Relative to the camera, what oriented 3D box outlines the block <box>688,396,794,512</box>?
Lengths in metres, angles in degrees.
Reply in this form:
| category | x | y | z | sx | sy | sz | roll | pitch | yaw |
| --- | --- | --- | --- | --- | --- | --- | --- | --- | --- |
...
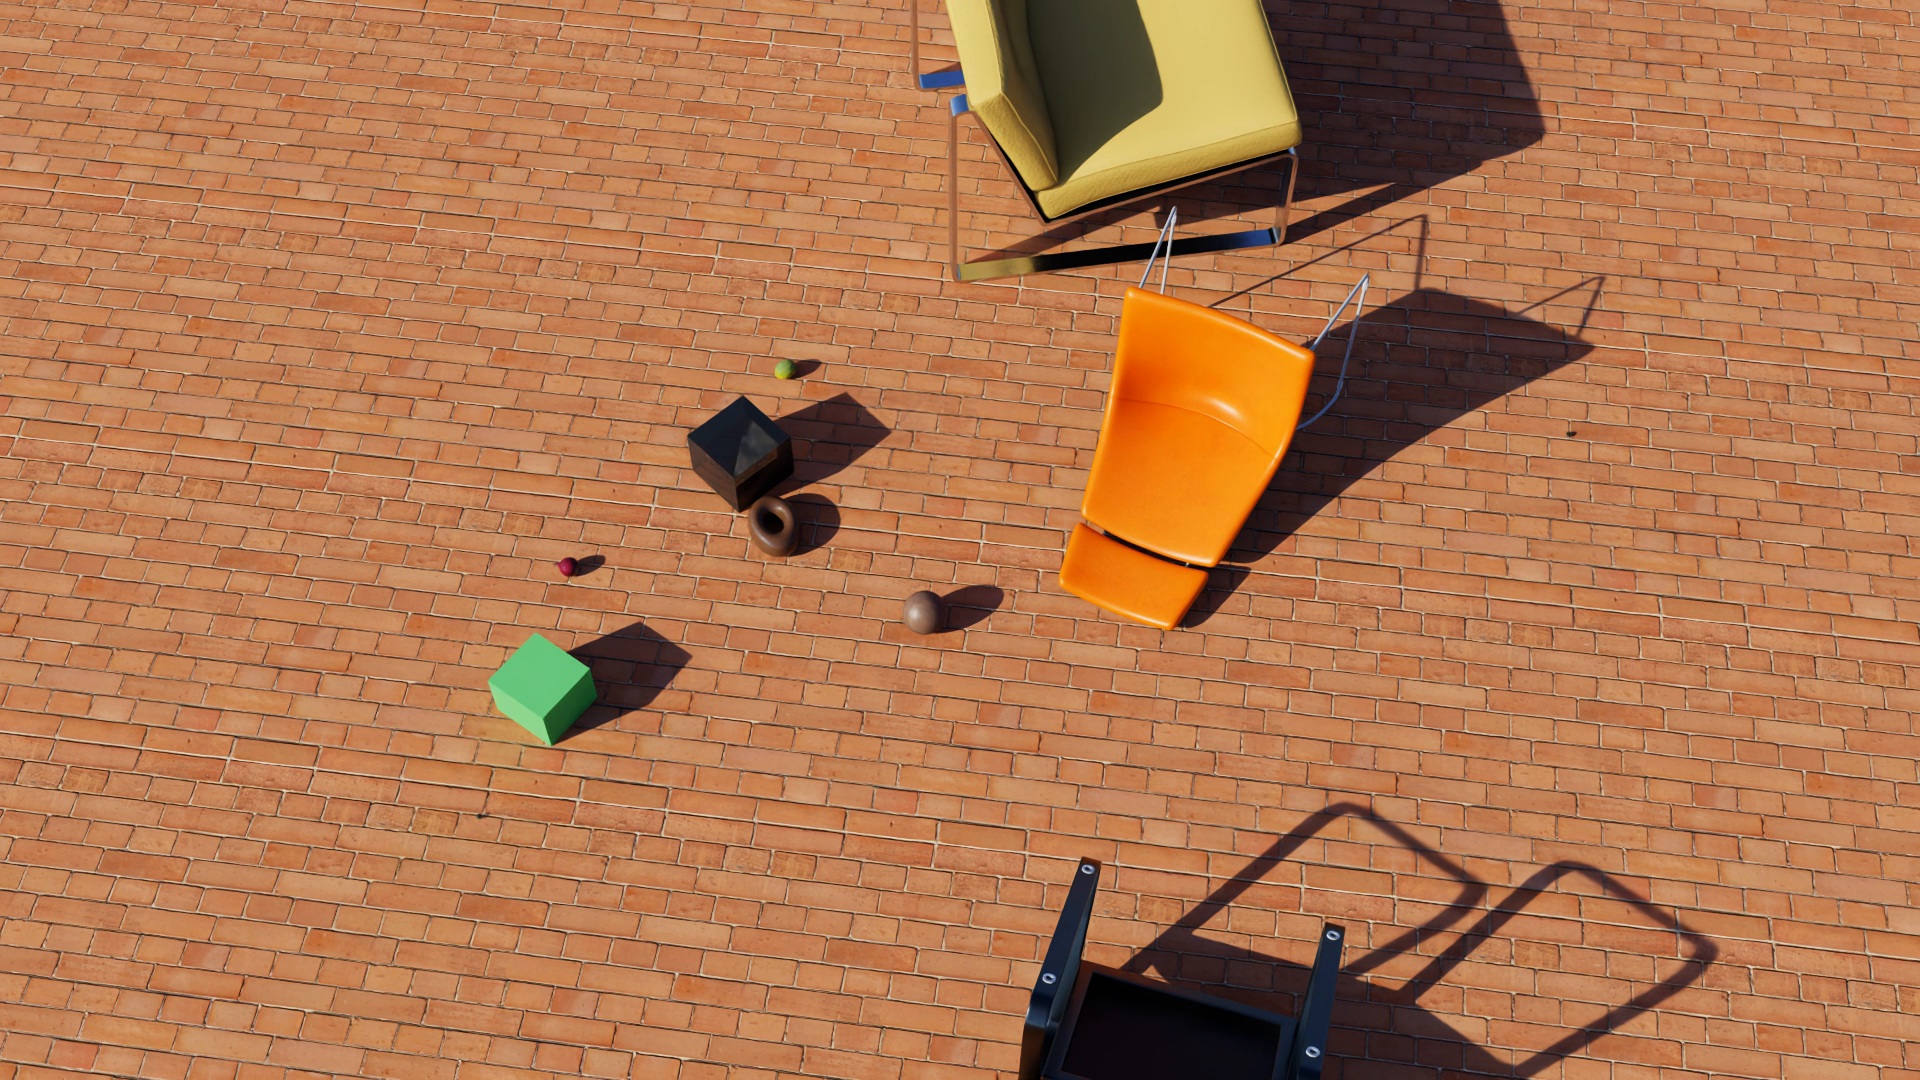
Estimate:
| category | x | y | z | sx | sy | sz | roll | pitch | yaw |
| --- | --- | --- | --- | --- | --- | --- | --- | --- | --- |
| block | -0.661 | -0.259 | 6.640 | 0.220 | 0.180 | 0.218 | -38 | 64 | -23 |

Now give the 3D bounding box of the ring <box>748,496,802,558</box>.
| category | x | y | z | sx | sy | sz | roll | pitch | yaw |
| --- | --- | --- | --- | --- | --- | --- | --- | --- | --- |
| ring | -0.552 | -0.041 | 6.554 | 0.157 | 0.082 | 0.213 | -17 | 57 | -12 |

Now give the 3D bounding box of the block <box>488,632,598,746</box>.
| category | x | y | z | sx | sy | sz | roll | pitch | yaw |
| --- | --- | --- | --- | --- | --- | --- | --- | --- | --- |
| block | -1.174 | 0.420 | 6.196 | 0.204 | 0.160 | 0.197 | 31 | 61 | 19 |
